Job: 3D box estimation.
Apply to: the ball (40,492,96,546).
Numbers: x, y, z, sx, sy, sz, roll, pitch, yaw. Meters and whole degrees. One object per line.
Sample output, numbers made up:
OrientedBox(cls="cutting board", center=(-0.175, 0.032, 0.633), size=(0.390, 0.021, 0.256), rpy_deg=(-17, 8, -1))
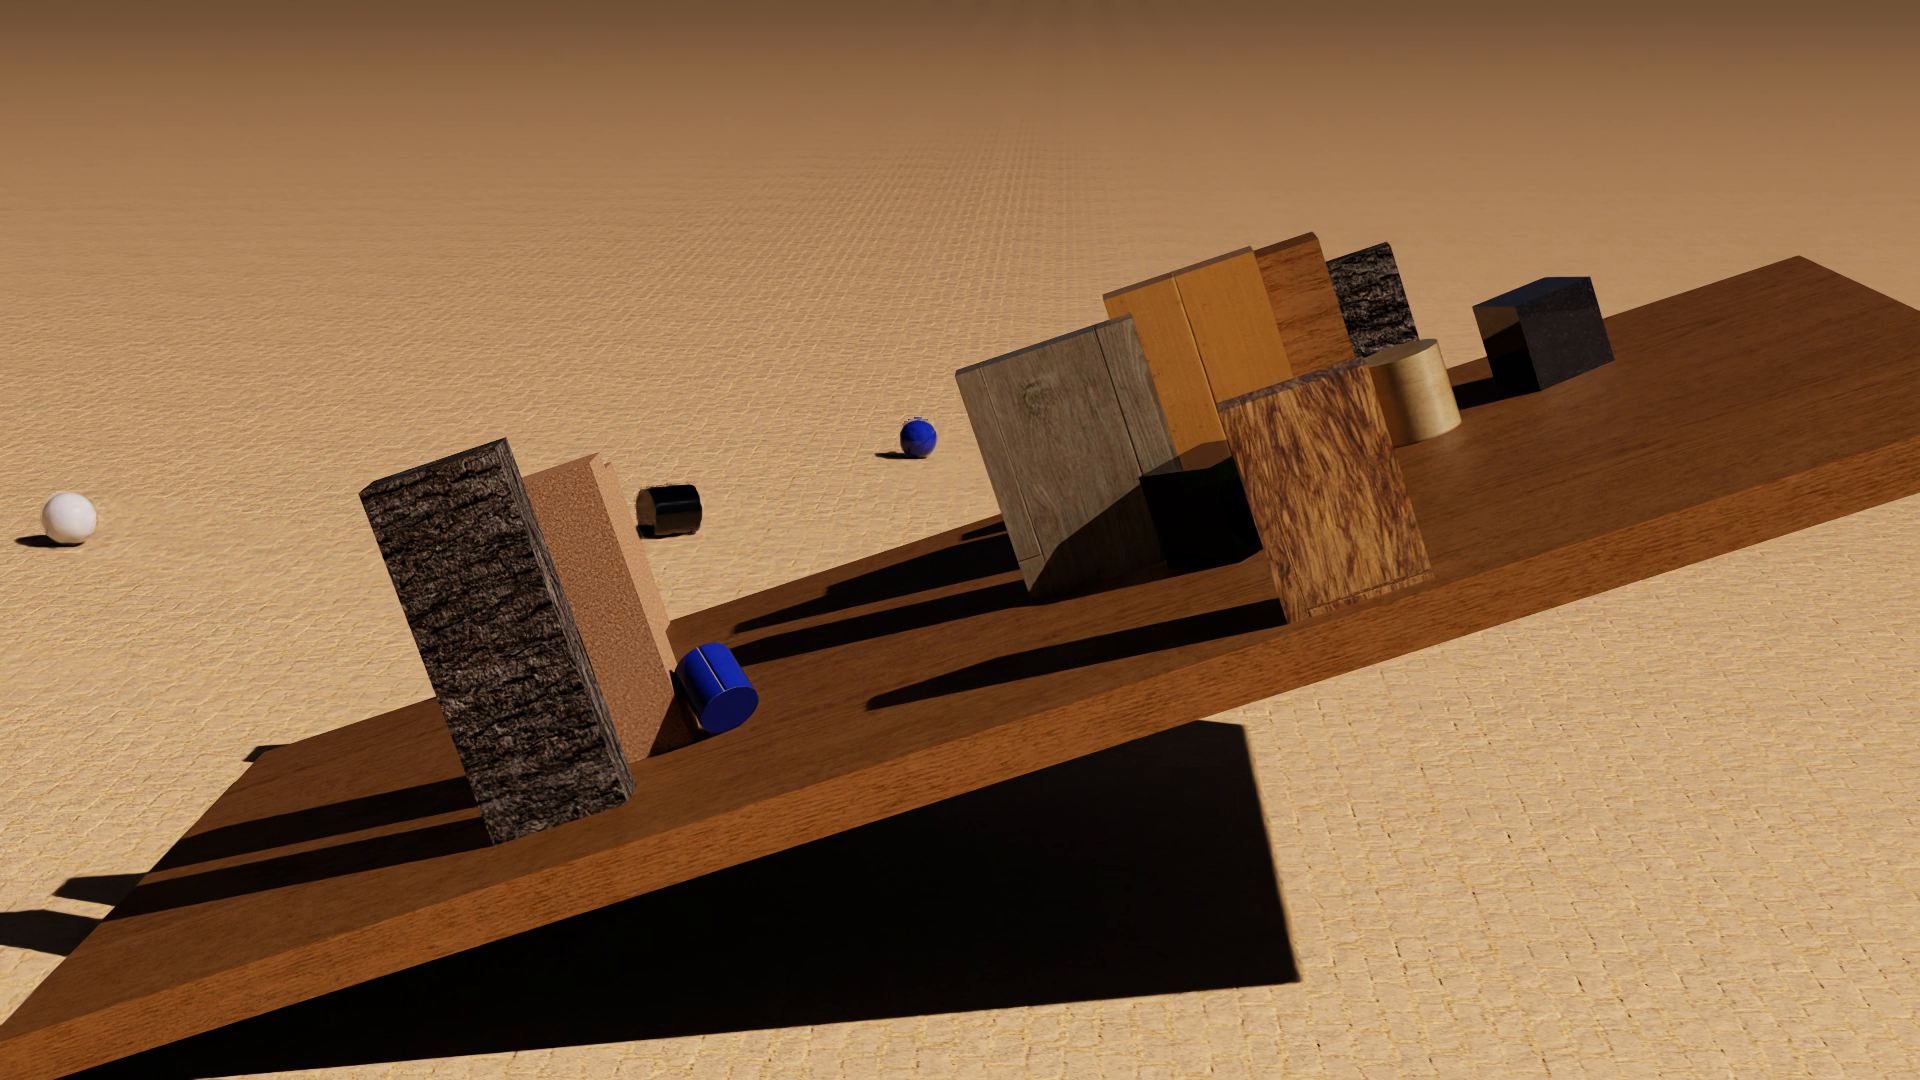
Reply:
OrientedBox(cls="ball", center=(-3.142, -0.075, 10.371), size=(0.188, 0.188, 0.188), rpy_deg=(0, 12, 0))

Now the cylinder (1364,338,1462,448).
OrientedBox(cls="cylinder", center=(0.995, -0.325, 6.527), size=(0.189, 0.189, 0.189), rpy_deg=(-18, 11, 4))

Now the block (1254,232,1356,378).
OrientedBox(cls="block", center=(0.705, -0.381, 6.454), size=(0.313, 0.505, 0.148), rpy_deg=(-18, 11, 6))

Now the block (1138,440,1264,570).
OrientedBox(cls="block", center=(0.535, -0.079, 6.046), size=(0.204, 0.204, 0.204), rpy_deg=(-28, 14, -39))

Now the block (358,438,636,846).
OrientedBox(cls="block", center=(-0.889, 0.198, 5.687), size=(0.277, 0.735, 0.123), rpy_deg=(-18, 11, 6))

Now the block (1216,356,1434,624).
OrientedBox(cls="block", center=(0.661, -0.090, 5.330), size=(0.276, 0.411, 0.099), rpy_deg=(-18, 11, 6))

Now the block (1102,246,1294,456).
OrientedBox(cls="block", center=(0.551, -0.325, 6.362), size=(0.335, 0.534, 0.104), rpy_deg=(-18, 11, 6))

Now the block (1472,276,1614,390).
OrientedBox(cls="block", center=(1.319, -0.468, 6.658), size=(0.199, 0.199, 0.199), rpy_deg=(-22, 11, -16))

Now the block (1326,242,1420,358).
OrientedBox(cls="block", center=(0.868, -0.426, 6.666), size=(0.338, 0.406, 0.083), rpy_deg=(-18, 11, 6))

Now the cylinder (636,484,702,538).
OrientedBox(cls="cylinder", center=(-1.043, -0.105, 10.538), size=(0.178, 0.178, 0.178), rpy_deg=(-7, 14, -29))

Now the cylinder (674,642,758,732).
OrientedBox(cls="cylinder", center=(-0.496, 0.301, 5.982), size=(0.129, 0.129, 0.129), rpy_deg=(-8, 46, -33))

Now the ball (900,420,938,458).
OrientedBox(cls="ball", center=(-0.171, -0.413, 12.044), size=(0.157, 0.157, 0.157), rpy_deg=(0, 12, 0))

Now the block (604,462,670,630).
OrientedBox(cls="block", center=(-0.926, 0.064, 7.240), size=(0.278, 0.430, 0.146), rpy_deg=(-18, 11, 6))

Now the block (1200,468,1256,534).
OrientedBox(cls="block", center=(0.598, -0.085, 6.224), size=(0.110, 0.110, 0.110), rpy_deg=(-28, 14, -39))

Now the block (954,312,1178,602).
OrientedBox(cls="block", center=(0.255, -0.171, 6.172), size=(0.387, 0.509, 0.087), rpy_deg=(-18, 11, 6))

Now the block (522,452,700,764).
OrientedBox(cls="block", center=(-0.815, 0.173, 6.013), size=(0.369, 0.611, 0.127), rpy_deg=(-18, 11, 6))

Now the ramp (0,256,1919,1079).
OrientedBox(cls="ramp", center=(0.106, 0.181, 6.306), size=(4.000, 0.100, 2.000), rpy_deg=(-18, 11, 6))
